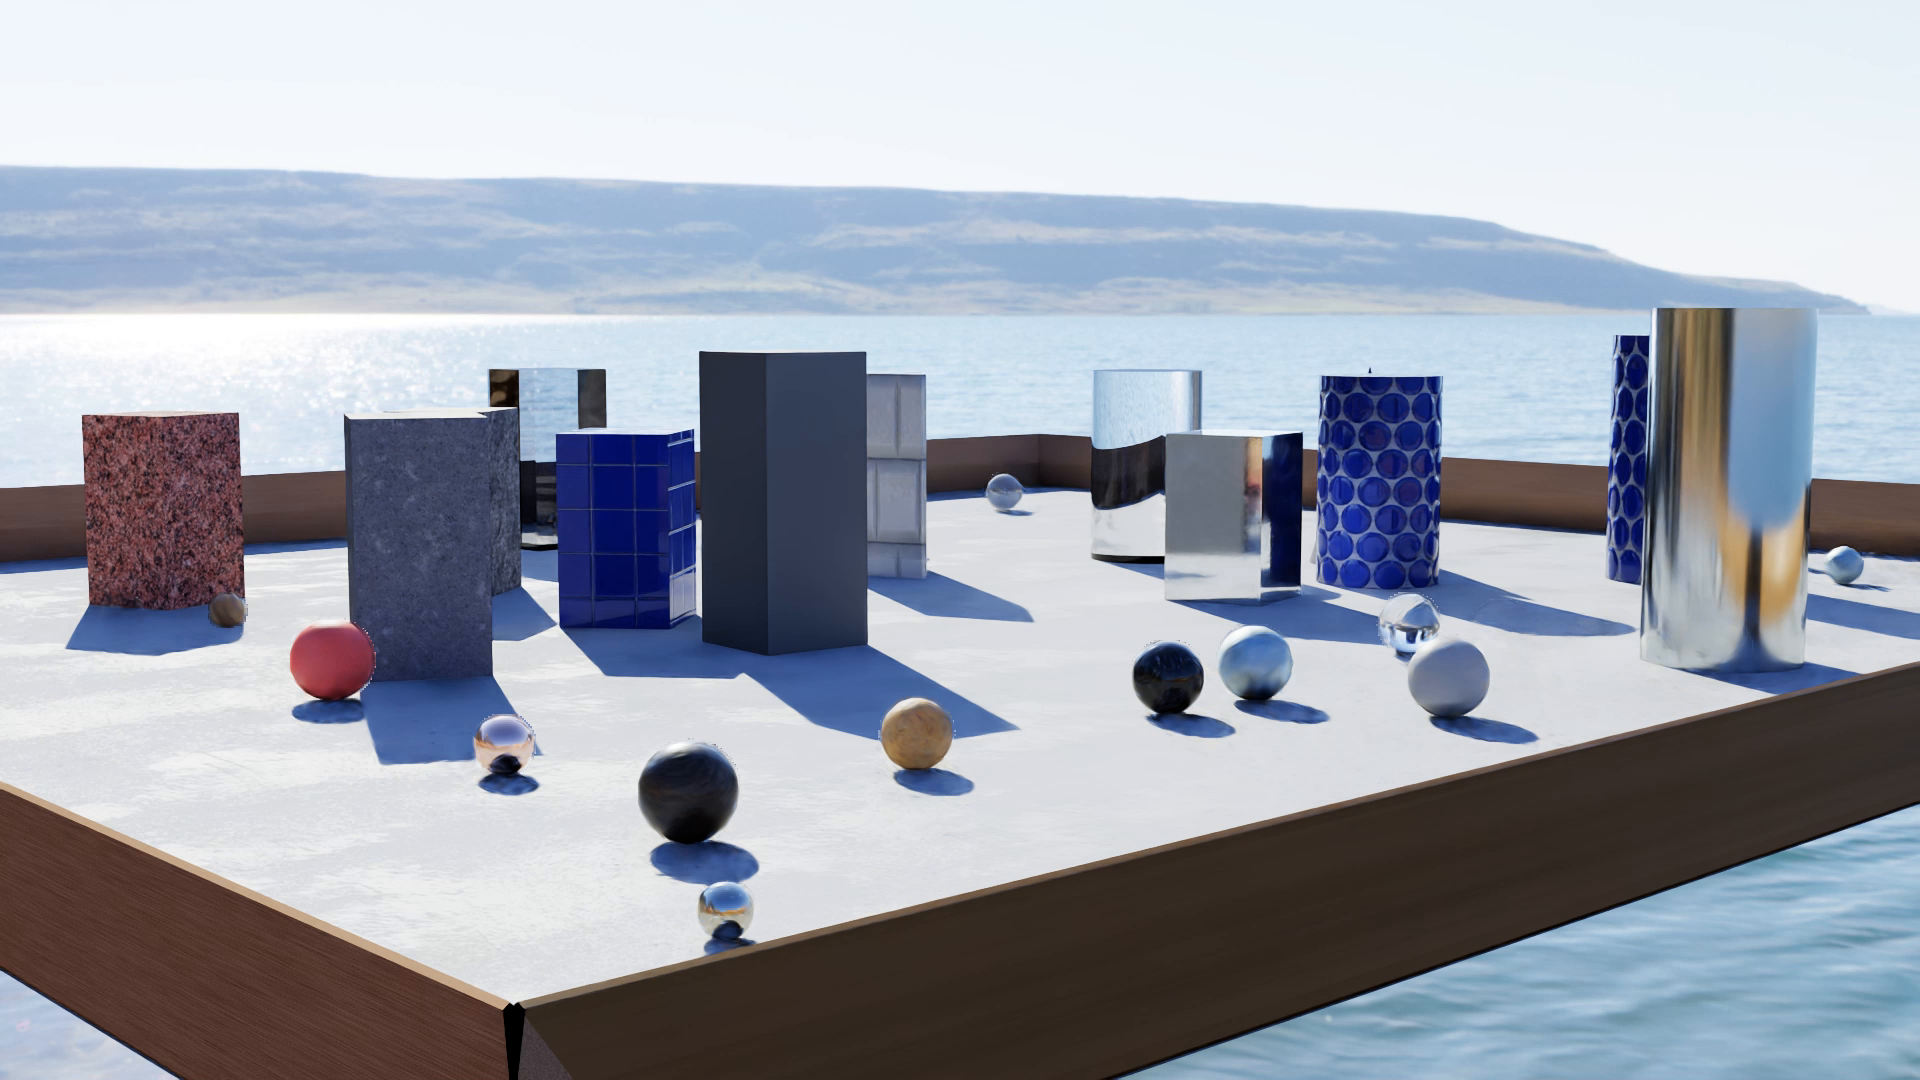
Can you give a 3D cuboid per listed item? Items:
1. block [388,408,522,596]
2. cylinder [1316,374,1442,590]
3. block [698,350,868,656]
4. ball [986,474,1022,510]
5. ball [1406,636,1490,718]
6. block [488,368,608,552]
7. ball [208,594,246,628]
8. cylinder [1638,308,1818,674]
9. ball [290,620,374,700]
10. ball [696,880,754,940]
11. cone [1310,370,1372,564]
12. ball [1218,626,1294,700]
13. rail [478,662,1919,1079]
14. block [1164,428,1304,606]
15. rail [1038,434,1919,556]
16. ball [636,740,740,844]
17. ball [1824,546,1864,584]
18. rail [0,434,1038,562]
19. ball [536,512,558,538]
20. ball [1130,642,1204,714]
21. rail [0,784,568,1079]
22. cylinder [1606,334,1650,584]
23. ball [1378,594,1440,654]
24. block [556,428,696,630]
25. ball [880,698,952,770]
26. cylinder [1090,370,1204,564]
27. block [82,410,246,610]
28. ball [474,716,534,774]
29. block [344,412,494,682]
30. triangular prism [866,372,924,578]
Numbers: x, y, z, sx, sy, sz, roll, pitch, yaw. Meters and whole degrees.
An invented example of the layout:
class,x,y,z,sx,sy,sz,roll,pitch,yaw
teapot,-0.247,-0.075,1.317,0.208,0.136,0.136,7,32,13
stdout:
class,x,y,z,sx,sy,sz,roll,pitch,yaw
block,-0.803,-0.062,3.492,0.160,0.290,0.160,1,6,8
cylinder,0.689,-0.101,3.616,0.200,0.341,0.200,0,6,0
block,-0.236,-0.056,2.940,0.160,0.392,0.160,-5,8,-39
ball,0.099,-0.108,4.936,0.082,0.082,0.082,0,6,0
ball,0.536,0.150,2.415,0.090,0.090,0.090,0,6,0
block,-0.783,-0.157,4.184,0.160,0.336,0.160,-6,8,-44
ball,-1.034,0.100,3.101,0.049,0.049,0.049,0,6,0
cylinder,0.973,-0.069,2.791,0.200,0.448,0.200,0,6,0
ball,-0.721,0.137,2.523,0.093,0.093,0.093,0,6,0
ball,-0.167,0.263,1.563,0.042,0.042,0.042,0,6,0
cone,0.723,-0.134,3.893,0.200,0.349,0.200,0,6,0
ball,0.338,0.141,2.520,0.086,0.086,0.086,0,6,0
rail,1.058,0.152,2.191,3.476,0.130,0.045,-5,8,-42
block,0.426,-0.038,3.419,0.160,0.258,0.160,4,7,31
rail,1.260,-0.086,4.488,0.045,0.130,3.168,-5,8,-42
ball,-0.228,0.212,1.846,0.086,0.086,0.086,0,6,0
ball,1.450,0.041,3.607,0.060,0.060,0.060,0,6,0
rail,-1.058,-0.085,4.472,3.476,0.130,0.045,-5,8,-42
ball,-0.808,-0.029,4.322,0.052,0.052,0.052,0,6,0
ball,0.230,0.153,2.434,0.081,0.081,0.081,0,6,0
rail,-1.260,0.154,2.175,0.045,0.130,3.168,-5,8,-42
cylinder,1.181,-0.137,3.649,0.200,0.406,0.200,0,6,0
ball,0.586,0.109,2.868,0.078,0.078,0.078,0,6,0
block,-0.477,-0.020,3.161,0.160,0.274,0.160,1,6,7
ball,-0.042,0.189,2.138,0.070,0.070,0.070,0,6,0
cylinder,0.336,-0.136,3.969,0.200,0.339,0.200,0,6,0
block,-1.220,-0.050,3.373,0.160,0.289,0.160,3,7,25
ball,-0.440,0.197,2.118,0.057,0.057,0.057,0,6,0
block,-0.673,0.004,2.727,0.160,0.317,0.160,-2,6,-18
triangular prism,-0.105,-0.116,3.762,0.173,0.340,0.150,3,7,25
